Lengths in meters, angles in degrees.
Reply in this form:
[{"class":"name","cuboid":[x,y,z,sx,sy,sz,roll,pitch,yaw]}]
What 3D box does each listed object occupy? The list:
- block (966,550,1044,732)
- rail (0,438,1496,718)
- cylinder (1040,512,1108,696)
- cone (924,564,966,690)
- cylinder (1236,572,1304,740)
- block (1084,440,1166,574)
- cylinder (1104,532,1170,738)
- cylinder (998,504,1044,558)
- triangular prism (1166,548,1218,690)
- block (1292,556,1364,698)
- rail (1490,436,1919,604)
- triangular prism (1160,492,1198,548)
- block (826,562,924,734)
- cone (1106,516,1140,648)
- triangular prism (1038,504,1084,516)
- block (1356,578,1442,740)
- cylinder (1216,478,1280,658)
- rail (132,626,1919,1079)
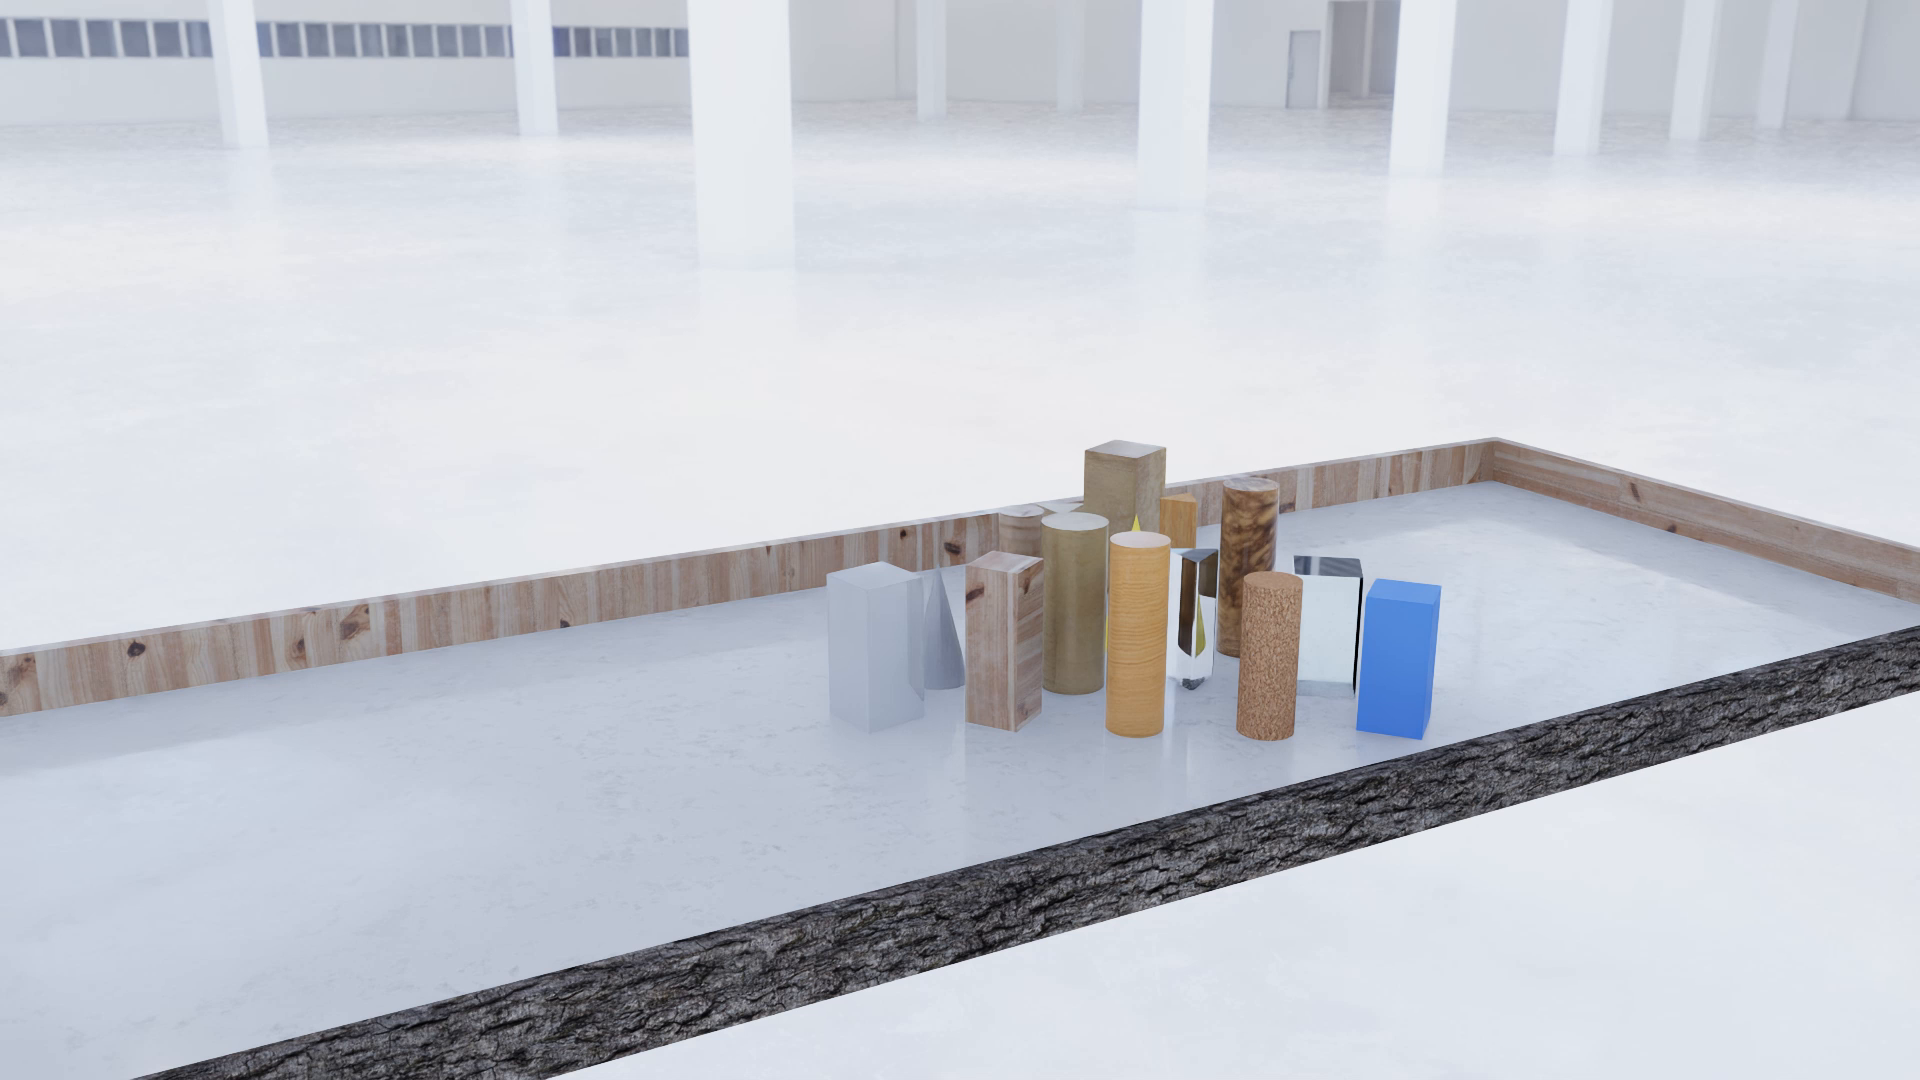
[{"class":"block","cuboid":[0.104,0.236,3.866,0.135,0.387,0.135,9,18,27]},{"class":"rail","cuboid":[-3.305,0.497,3.399,12.000,0.150,0.050,-9,18,-27]},{"class":"cylinder","cuboid":[0.280,0.156,4.076,0.165,0.421,0.165,0,16,0]},{"class":"cone","cuboid":[-0.054,0.202,4.120,0.154,0.309,0.154,0,16,0]},{"class":"cylinder","cuboid":[0.712,0.267,3.797,0.133,0.367,0.133,0,16,0]},{"class":"block","cuboid":[0.480,-0.064,4.829,0.173,0.419,0.173,12,20,34]},{"class":"cylinder","cuboid":[0.409,0.218,3.803,0.137,0.457,0.137,0,16,0]},{"class":"cylinder","cuboid":[0.160,0.103,4.342,0.118,0.374,0.118,0,16,0]},{"class":"triangular prism","cuboid":[0.560,0.189,4.122,0.113,0.332,0.130,10,19,30]},{"class":"block","cuboid":[0.900,0.213,4.080,0.162,0.310,0.162,3,17,9]},{"class":"rail","cuboid":[2.466,-0.048,5.253,0.050,0.150,2.100,-9,18,-27]},{"class":"triangular prism","cuboid":[0.622,0.039,4.631,0.106,0.333,0.092,8,18,24]},{"class":"block","cuboid":[-0.198,0.250,3.885,0.161,0.349,0.161,-13,21,-37]},{"class":"cone","cuboid":[0.461,0.106,4.355,0.178,0.361,0.178,0,16,0]},{"class":"triangular prism","cuboid":[0.262,0.059,4.595,0.111,0.316,0.128,9,19,29]},{"class":"block","cuboid":[1.021,0.275,3.838,0.149,0.328,0.149,7,18,22]},{"class":"cylinder","cuboid":[0.750,0.073,4.309,0.145,0.451,0.145,0,16,0]},{"class":"rail","cuboid":[-2.336,1.006,1.665,12.000,0.150,0.050,-9,18,-27]}]
